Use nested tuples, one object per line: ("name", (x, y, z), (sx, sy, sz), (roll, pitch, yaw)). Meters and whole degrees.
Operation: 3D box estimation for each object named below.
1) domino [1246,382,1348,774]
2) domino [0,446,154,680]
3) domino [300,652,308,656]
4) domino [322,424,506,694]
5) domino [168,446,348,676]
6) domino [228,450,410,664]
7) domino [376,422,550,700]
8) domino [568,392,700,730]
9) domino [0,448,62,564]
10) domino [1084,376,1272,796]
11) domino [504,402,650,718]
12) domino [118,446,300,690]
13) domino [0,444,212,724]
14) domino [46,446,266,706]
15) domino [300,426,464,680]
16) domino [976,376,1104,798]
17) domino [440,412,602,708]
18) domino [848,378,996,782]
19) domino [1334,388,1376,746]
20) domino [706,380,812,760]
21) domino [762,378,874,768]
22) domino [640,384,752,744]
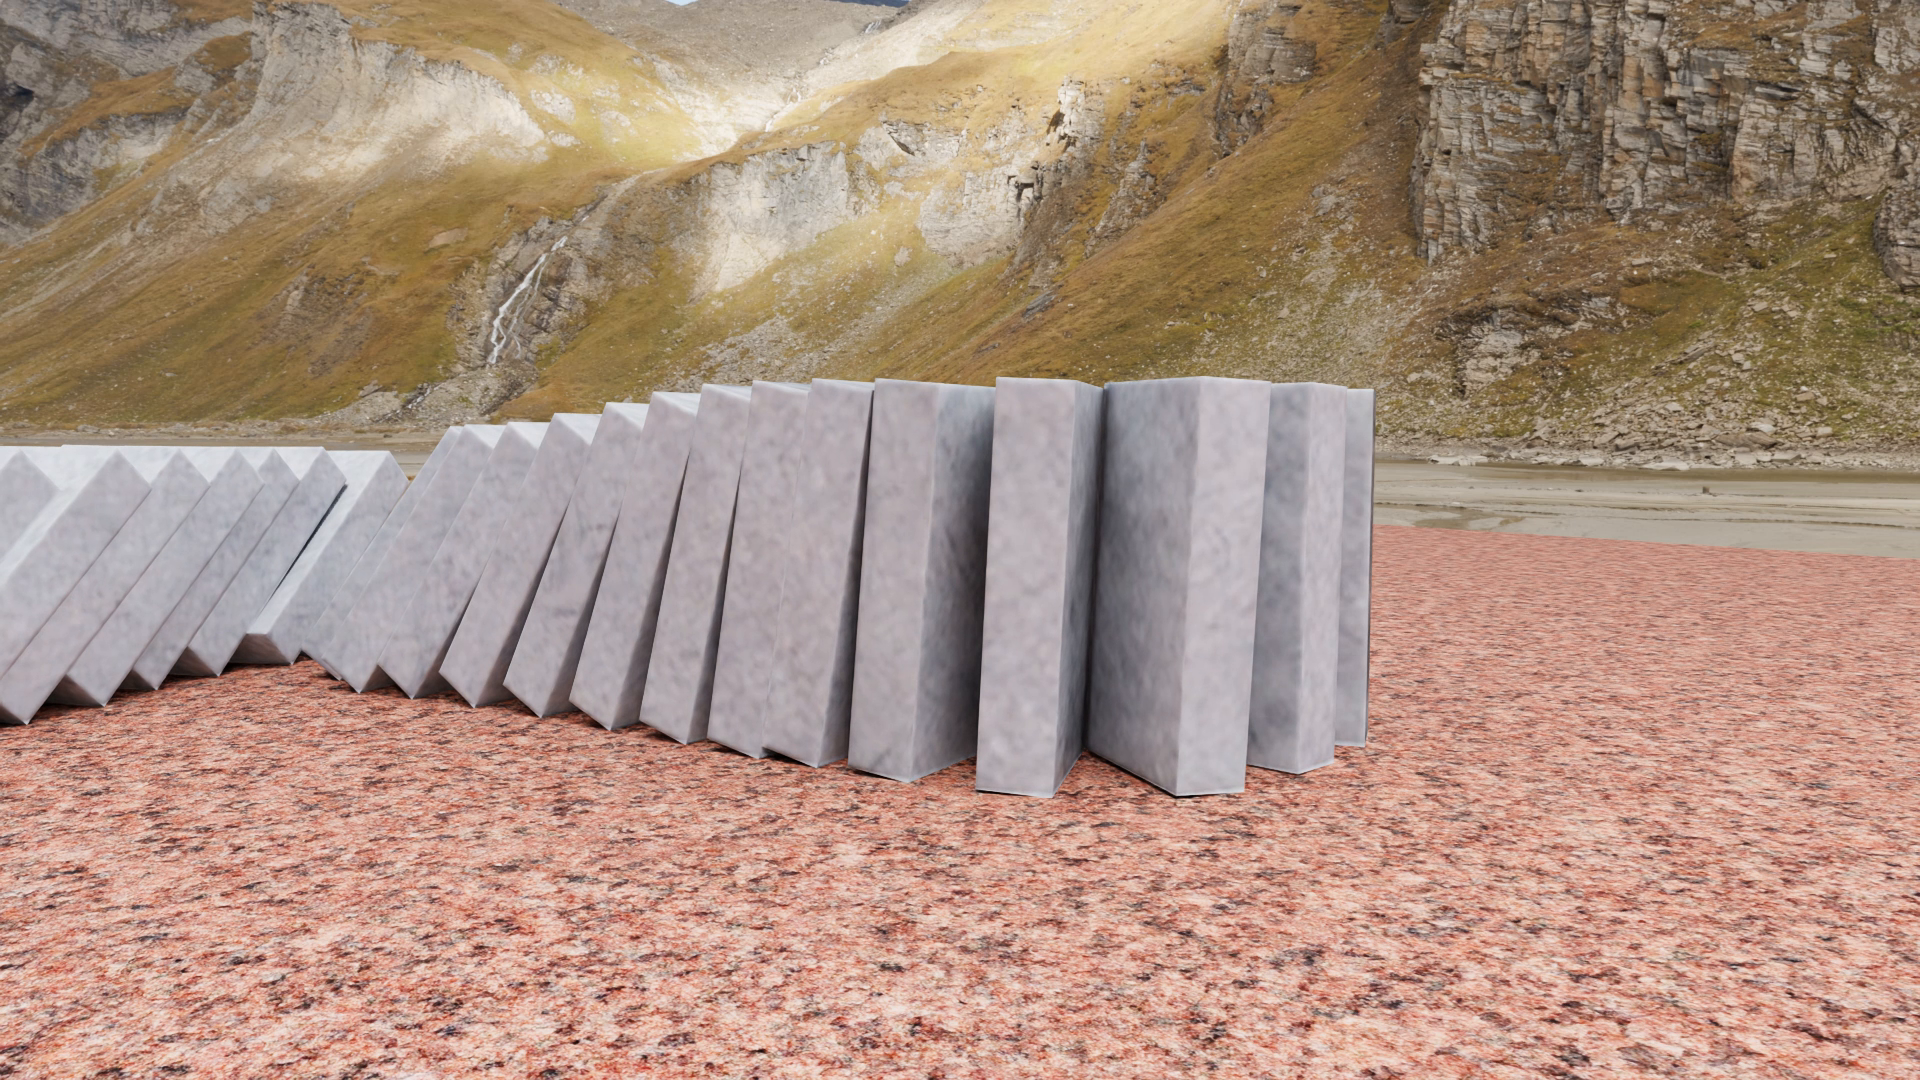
("domino", (0.038, 0.004, 0.175), (0.025, 0.050, 0.010), (4, 4, 44))
("domino", (-0.151, 0.007, 0.196), (0.025, 0.009, 0.050), (2, 49, 14))
("domino", (-0.122, 0.017, 0.281), (0.025, 0.009, 0.050), (1, 5, 18))
("domino", (-0.088, 0.003, 0.226), (0.009, 0.050, 0.025), (39, 13, 9))
("domino", (-0.144, 0.003, 0.250), (0.025, 0.009, 0.050), (1, 49, 14))
("domino", (-0.137, 0.002, 0.263), (0.025, 0.009, 0.050), (1, 47, 14))
("domino", (-0.076, 0.003, 0.219), (0.009, 0.050, 0.025), (39, 17, 15))
("domino", (-0.041, 0.003, 0.196), (0.010, 0.050, 0.025), (28, 18, 27))
("domino", (-0.157, 0.008, 0.184), (0.025, 0.010, 0.050), (1, 49, 13))
("domino", (0.027, 0.005, 0.165), (0.010, 0.050, 0.025), (1, 4, -21))
("domino", (-0.052, 0.003, 0.204), (0.009, 0.050, 0.025), (33, 19, 23))
("domino", (-0.148, 0.004, 0.237), (0.025, 0.010, 0.050), (1, 49, 14))
("domino", (-0.150, 0.006, 0.210), (0.025, 0.010, 0.050), (2, 49, 15))
("domino", (-0.147, 0.005, 0.223), (0.025, 0.010, 0.050), (2, 49, 14))
("domino", (-0.099, 0.002, 0.240), (0.010, 0.050, 0.025), (38, 8, 3))
("domino", (0.011, 0.005, 0.165), (0.010, 0.050, 0.025), (4, 5, 14))
("domino", (-0.064, 0.003, 0.212), (0.009, 0.050, 0.025), (38, 20, 21))
("domino", (-0.002, 0.004, 0.171), (0.009, 0.050, 0.025), (9, 8, 30))
("domino", (0.047, 0.003, 0.187), (0.025, 0.050, 0.009), (2, 4, 20))
("domino", (-0.021, 0.003, 0.182), (0.010, 0.050, 0.025), (15, 11, 30))
("domino", (-0.012, 0.004, 0.177), (0.010, 0.050, 0.025), (15, 11, 30))
("domino", (-0.030, 0.003, 0.189), (0.009, 0.050, 0.025), (20, 14, 29))
